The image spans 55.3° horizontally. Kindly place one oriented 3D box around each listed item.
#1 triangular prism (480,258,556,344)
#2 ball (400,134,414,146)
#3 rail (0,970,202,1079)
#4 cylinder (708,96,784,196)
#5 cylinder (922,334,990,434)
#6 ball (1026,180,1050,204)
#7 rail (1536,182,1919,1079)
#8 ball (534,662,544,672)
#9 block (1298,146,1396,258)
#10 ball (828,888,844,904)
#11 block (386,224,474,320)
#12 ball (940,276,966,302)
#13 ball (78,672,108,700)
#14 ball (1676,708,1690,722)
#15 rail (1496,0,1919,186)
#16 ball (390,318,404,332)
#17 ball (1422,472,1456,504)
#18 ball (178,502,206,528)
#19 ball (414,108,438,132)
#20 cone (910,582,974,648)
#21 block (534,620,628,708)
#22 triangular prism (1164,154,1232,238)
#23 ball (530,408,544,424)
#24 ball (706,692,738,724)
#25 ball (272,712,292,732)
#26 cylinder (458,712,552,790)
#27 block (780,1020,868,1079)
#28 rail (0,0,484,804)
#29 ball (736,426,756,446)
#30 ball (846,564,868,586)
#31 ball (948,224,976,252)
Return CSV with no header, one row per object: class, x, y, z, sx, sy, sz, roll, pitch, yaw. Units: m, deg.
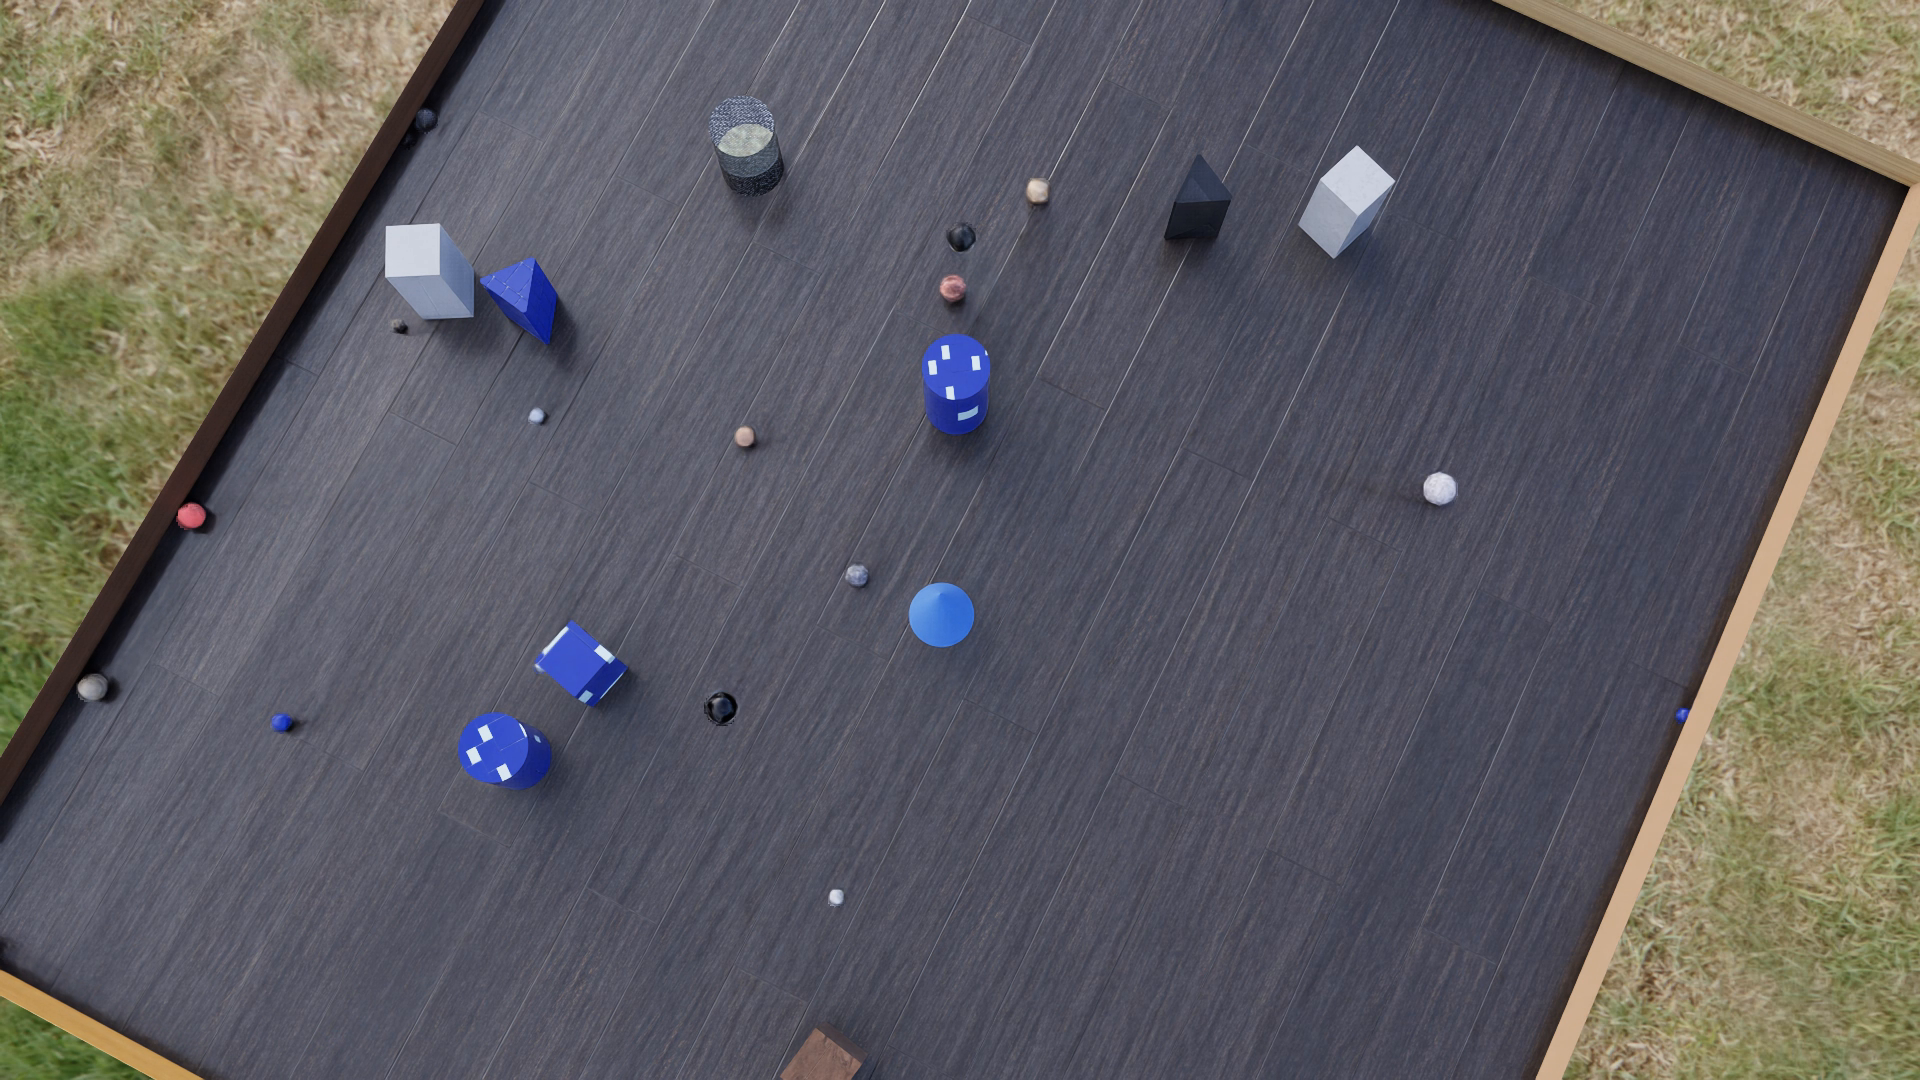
triangular prism,-1.317,-0.752,5.614,0.172,0.311,0.149,35,80,7
ball,-1.770,-1.278,5.860,0.041,0.041,0.041,0,78,0
rail,-1.068,2.098,5.115,4.433,0.129,0.045,26,80,5
cylinder,-0.663,-1.224,5.710,0.198,0.313,0.198,0,78,0
cylinder,-0.011,-0.463,5.512,0.198,0.393,0.198,0,78,0
ball,0.248,-1.103,5.805,0.079,0.079,0.079,0,78,0
rail,1.961,0.967,5.350,0.045,0.129,4.824,26,80,5
ball,-1.261,0.377,5.518,0.041,0.041,0.041,0,78,0
block,1.186,-1.036,5.645,0.159,0.365,0.159,-43,81,-8
ball,-0.363,1.047,5.377,0.045,0.045,0.045,0,78,0
block,-1.612,-0.814,5.587,0.159,0.388,0.159,-3,78,-1
ball,-0.022,-0.788,5.739,0.081,0.081,0.081,0,78,0
ball,-2.594,0.439,5.483,0.083,0.083,0.083,0,78,0
ball,2.167,0.525,5.485,0.044,0.044,0.044,0,78,0
rail,1.068,-2.085,5.981,4.433,0.129,0.045,26,80,5
ball,-1.759,-0.673,5.734,0.043,0.043,0.043,0,78,0
ball,1.466,-0.157,5.598,0.099,0.099,0.099,0,78,0
ball,-2.344,-0.076,5.591,0.080,0.080,0.080,0,78,0
ball,-1.706,-1.343,5.858,0.071,0.071,0.071,0,78,0
cone,-0.056,0.189,5.387,0.198,0.372,0.198,0,78,0
block,-1.113,0.367,5.403,0.159,0.269,0.159,40,81,8
triangular prism,0.729,-1.065,5.682,0.172,0.303,0.149,-4,78,-1
ball,-1.308,-0.385,5.673,0.046,0.046,0.046,0,78,0
ball,-0.711,0.500,5.466,0.093,0.093,0.093,0,78,0
ball,-2.027,0.544,5.476,0.055,0.055,0.055,0,78,0
cylinder,-1.321,0.618,5.335,0.198,0.300,0.198,0,78,0
block,-0.376,1.469,5.127,0.159,0.364,0.159,36,81,7
rail,-1.961,-0.953,5.747,0.045,0.129,4.824,26,80,5
ball,-0.662,-0.319,5.651,0.061,0.061,0.061,0,78,0
ball,-0.312,0.107,5.560,0.068,0.068,0.068,0,78,0
ball,0.005,-0.949,5.767,0.091,0.091,0.091,0,78,0
